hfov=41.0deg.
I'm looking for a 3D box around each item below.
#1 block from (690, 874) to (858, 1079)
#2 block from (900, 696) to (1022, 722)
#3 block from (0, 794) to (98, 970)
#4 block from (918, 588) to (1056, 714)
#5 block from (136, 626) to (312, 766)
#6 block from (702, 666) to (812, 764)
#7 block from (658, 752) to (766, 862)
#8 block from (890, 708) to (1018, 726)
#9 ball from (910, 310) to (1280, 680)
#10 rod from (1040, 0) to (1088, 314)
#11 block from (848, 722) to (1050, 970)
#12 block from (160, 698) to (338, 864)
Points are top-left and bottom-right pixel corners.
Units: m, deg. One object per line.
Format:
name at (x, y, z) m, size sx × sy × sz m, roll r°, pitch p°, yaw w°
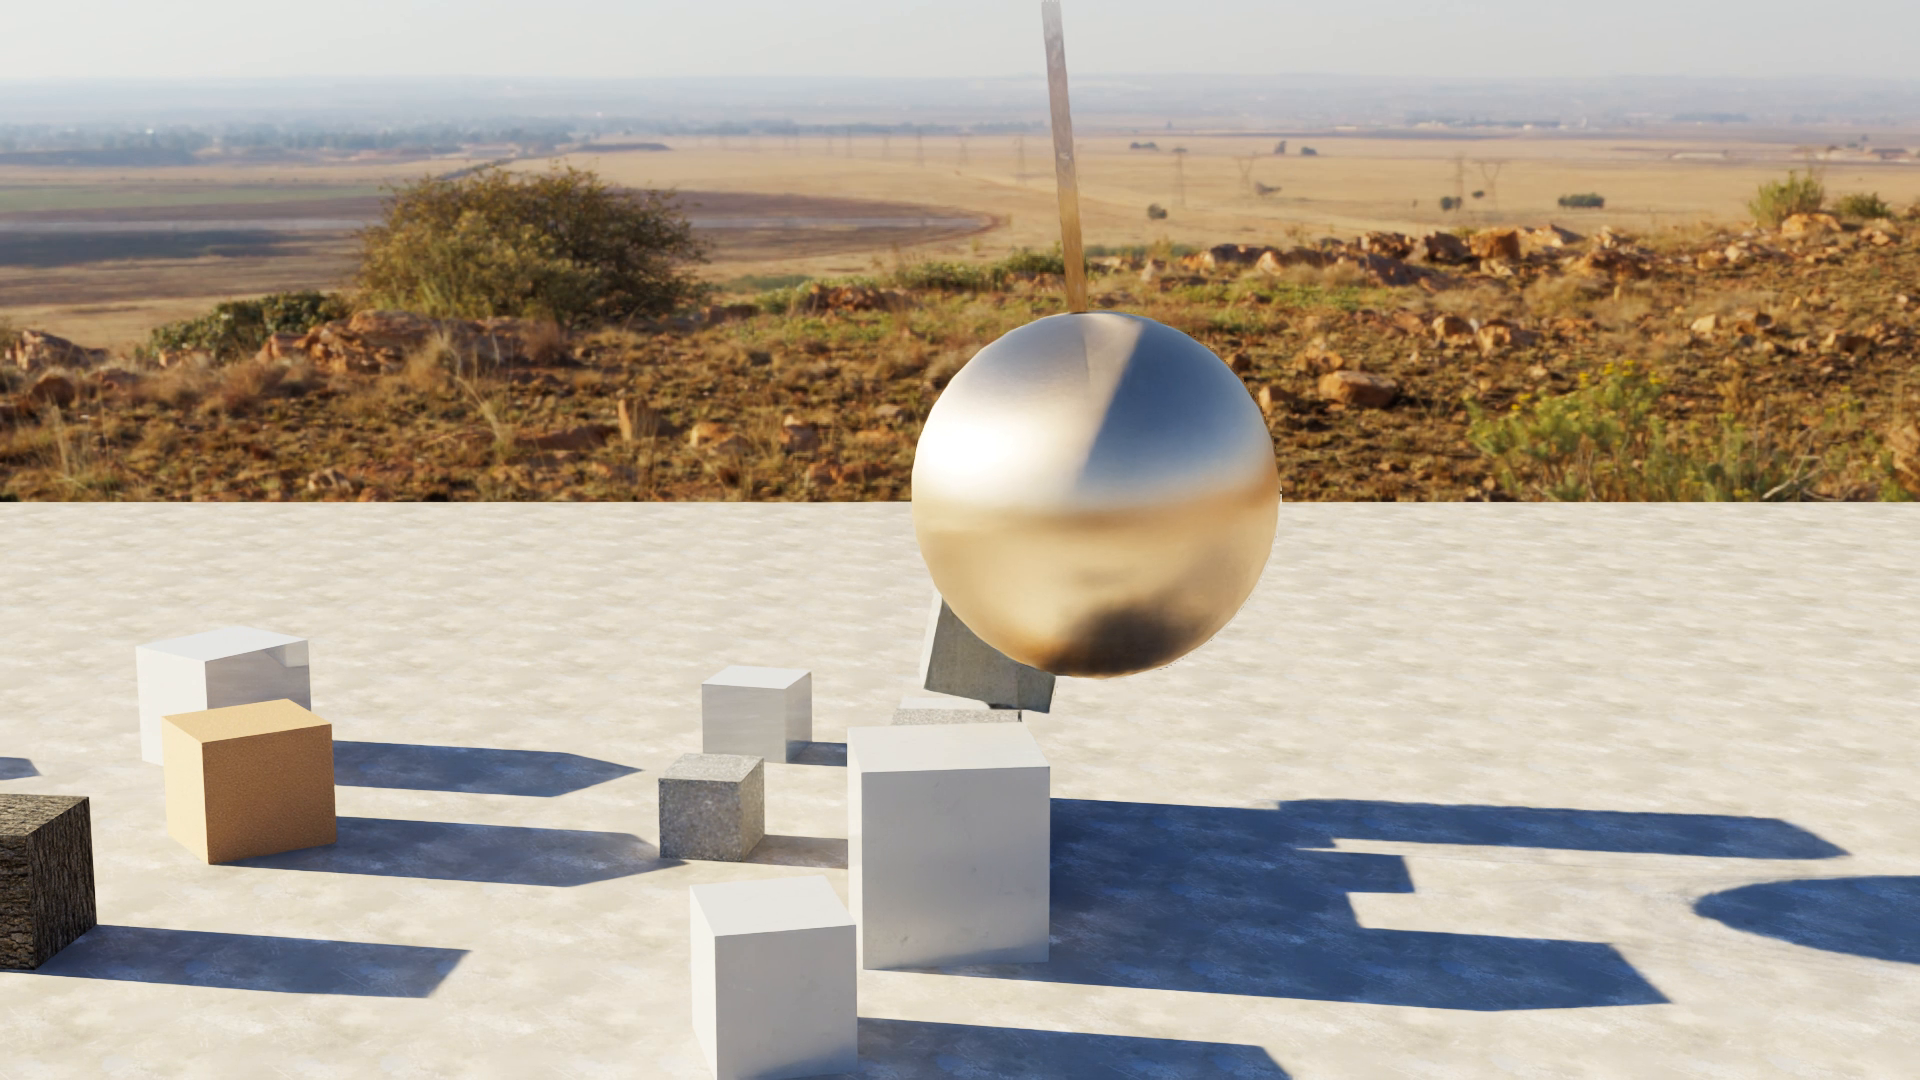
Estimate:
block at (-0.682, 1.585, 9.312) m, size 0.505 × 0.548 × 0.589 m, roll -3°, pitch 11°, yaw -14°
block at (-0.001, 1.066, 12.313) m, size 0.585 × 0.495 × 0.593 m, roll 0°, pitch 10°, yaw 2°
block at (-3.915, 1.379, 10.436) m, size 0.553 × 0.553 × 0.565 m, roll 1°, pitch 10°, yaw 6°
block at (0.178, 0.391, 12.446) m, size 0.608 × 0.711 × 0.578 m, roll 11°, pitch 6°, yaw -5°
block at (-3.812, 0.829, 13.314) m, size 0.572 × 0.606 × 0.644 m, roll 8°, pitch 13°, yaw 37°
block at (-1.061, 0.910, 13.450) m, size 0.455 × 0.397 × 0.435 m, roll 3°, pitch 11°, yaw 15°
block at (-1.136, 1.224, 11.782) m, size 0.383 × 0.376 × 0.443 m, roll 2°, pitch 10°, yaw 9°
block at (-0.030, 1.128, 11.704) m, size 0.572 × 0.593 × 0.562 m, roll 1°, pitch 10°, yaw 4°
ball at (0.585, -0.196, 11.145) m, size 1.600 × 1.600 × 1.600 m, roll 0°, pitch 10°, yaw 0°
rod at (0.253, -3.525, 10.539) m, size 0.080 × 5.200 × 0.080 m, roll -6°, pitch 10°, yaw 1°
block at (-0.057, 1.237, 10.502) m, size 0.749 × 0.810 × 0.706 m, roll -1°, pitch 10°, yaw -7°
block at (-3.294, 1.109, 11.885) m, size 0.604 × 0.567 × 0.579 m, roll -7°, pitch 12°, yaw -34°
